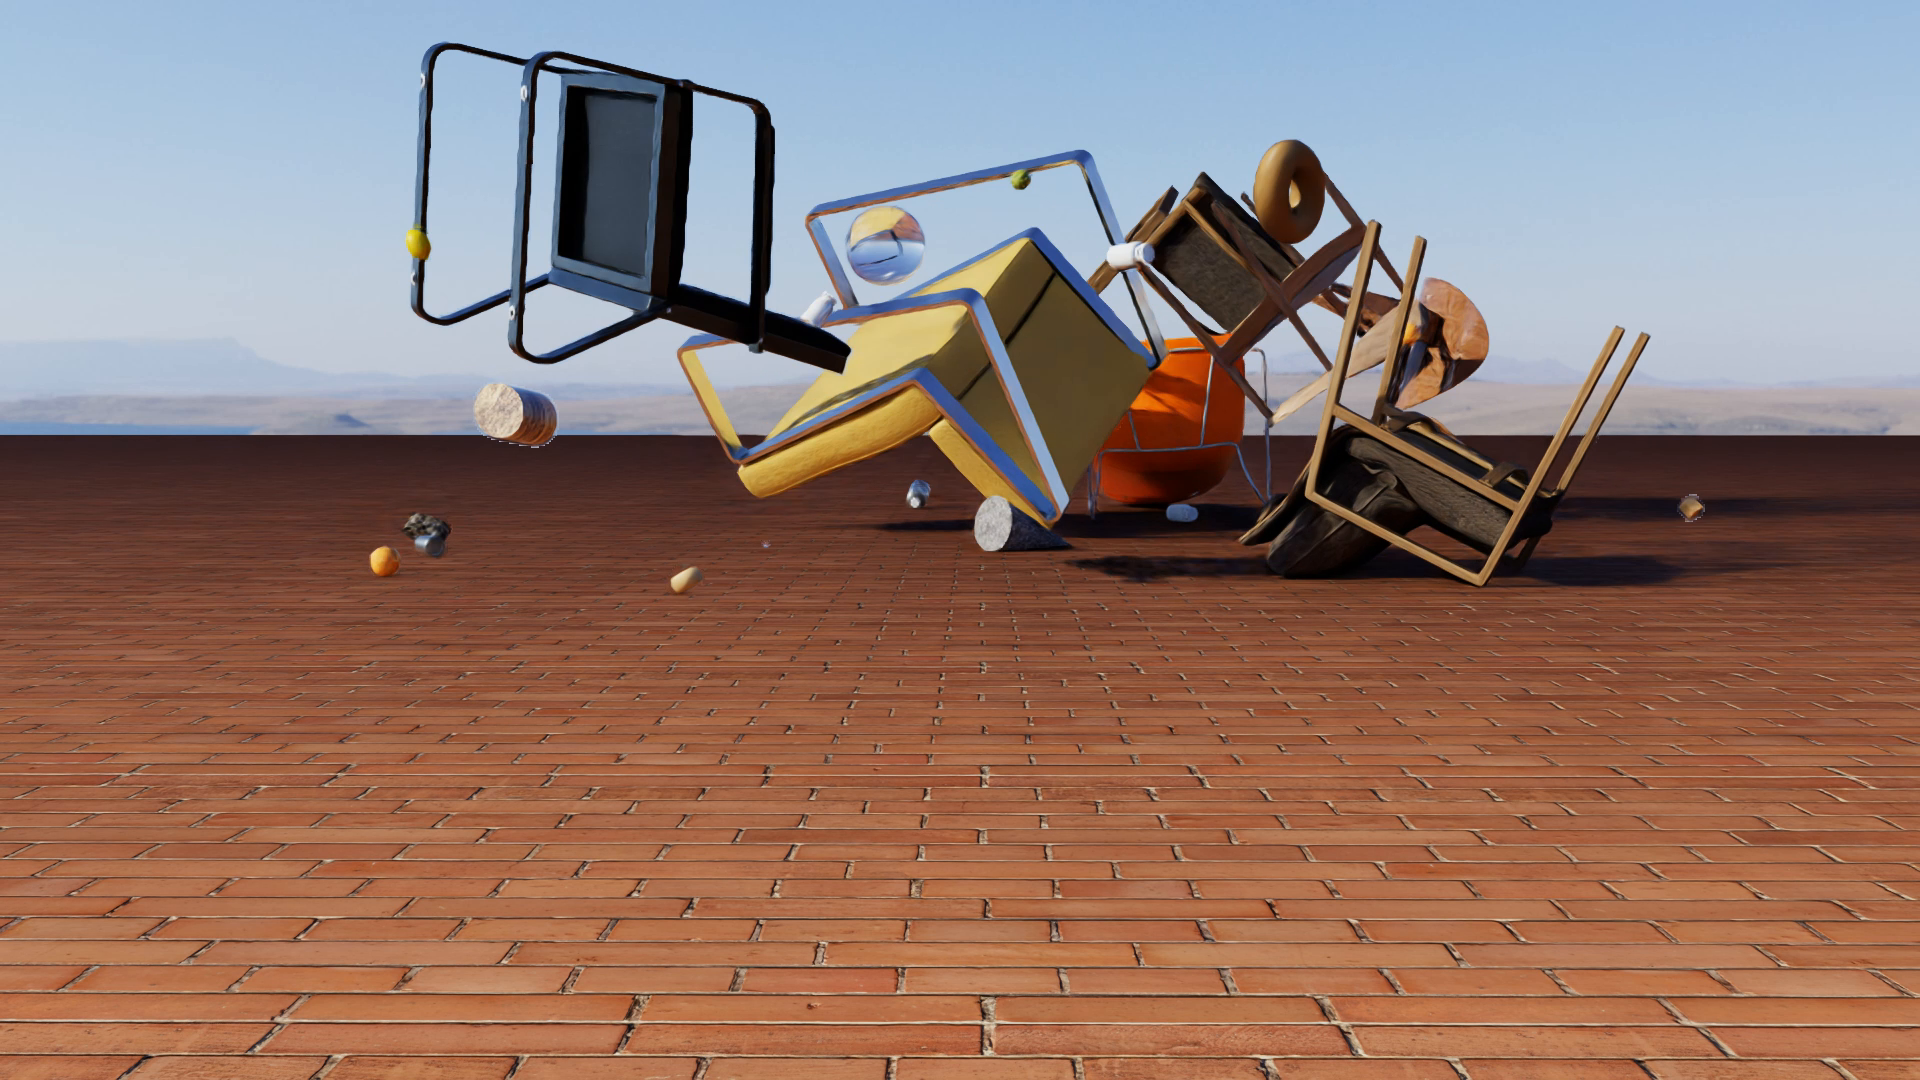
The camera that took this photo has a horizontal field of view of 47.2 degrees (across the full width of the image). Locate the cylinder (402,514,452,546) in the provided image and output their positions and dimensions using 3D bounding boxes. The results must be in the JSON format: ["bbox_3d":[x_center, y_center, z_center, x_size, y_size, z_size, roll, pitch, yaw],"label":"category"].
[{"bbox_3d":[-1.497,-0.028,6.172,0.139,0.052,0.076,12,-31,25],"label":"cylinder"}]

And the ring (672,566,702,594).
[{"bbox_3d":[-0.602,0.088,4.838,0.069,0.039,0.090,-31,3,-17],"label":"ring"}]

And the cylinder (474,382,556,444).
[{"bbox_3d":[-1.683,-0.477,8.331,0.224,0.197,0.249,41,10,17],"label":"cylinder"}]

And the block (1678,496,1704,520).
[{"bbox_3d":[1.835,-0.081,5.521,0.035,0.040,0.033,-26,-28,-21],"label":"block"}]

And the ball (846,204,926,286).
[{"bbox_3d":[-0.224,-0.884,6.605,0.243,0.243,0.243,0,4,0],"label":"ball"}]

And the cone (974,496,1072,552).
[{"bbox_3d":[0.207,-0.014,6.191,0.326,0.161,0.146,15,-34,-43],"label":"cone"}]

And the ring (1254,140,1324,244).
[{"bbox_3d":[0.993,-1.048,6.625,0.115,0.320,0.264,17,42,43],"label":"ring"}]
